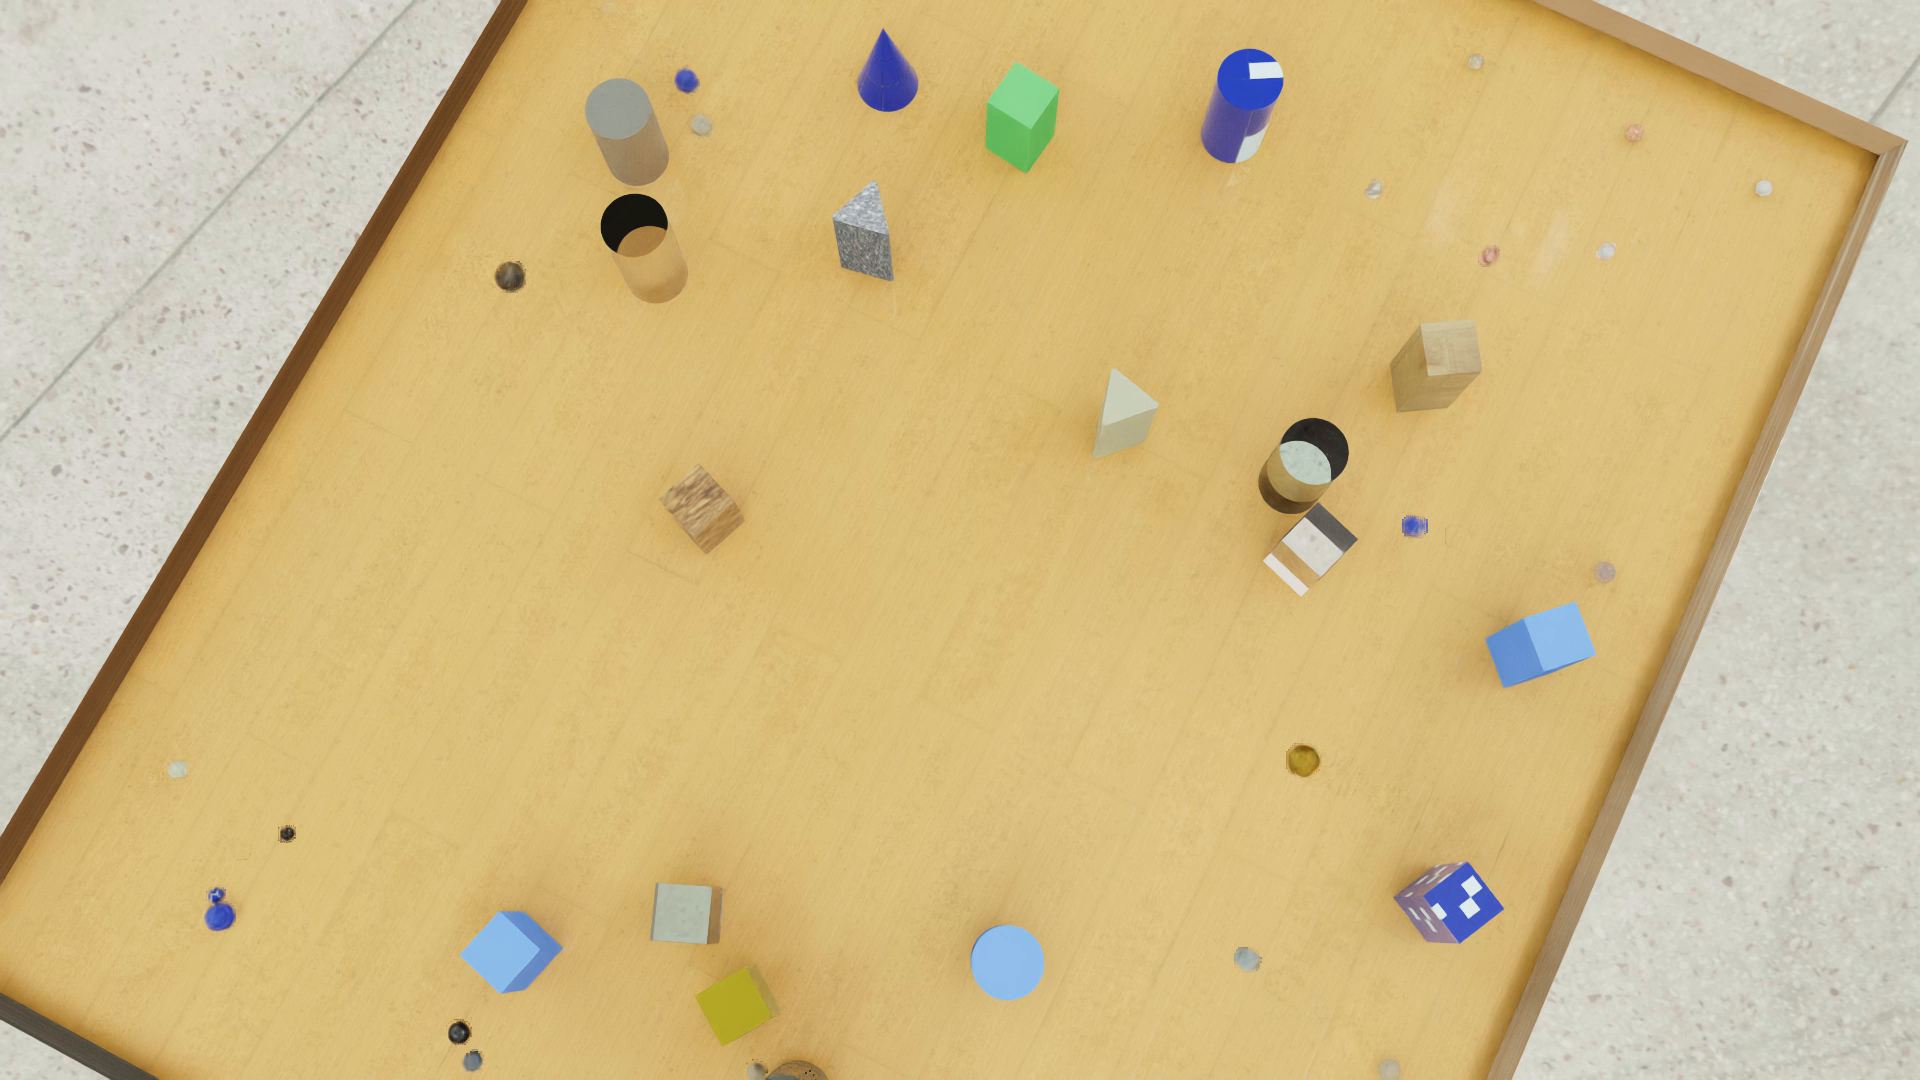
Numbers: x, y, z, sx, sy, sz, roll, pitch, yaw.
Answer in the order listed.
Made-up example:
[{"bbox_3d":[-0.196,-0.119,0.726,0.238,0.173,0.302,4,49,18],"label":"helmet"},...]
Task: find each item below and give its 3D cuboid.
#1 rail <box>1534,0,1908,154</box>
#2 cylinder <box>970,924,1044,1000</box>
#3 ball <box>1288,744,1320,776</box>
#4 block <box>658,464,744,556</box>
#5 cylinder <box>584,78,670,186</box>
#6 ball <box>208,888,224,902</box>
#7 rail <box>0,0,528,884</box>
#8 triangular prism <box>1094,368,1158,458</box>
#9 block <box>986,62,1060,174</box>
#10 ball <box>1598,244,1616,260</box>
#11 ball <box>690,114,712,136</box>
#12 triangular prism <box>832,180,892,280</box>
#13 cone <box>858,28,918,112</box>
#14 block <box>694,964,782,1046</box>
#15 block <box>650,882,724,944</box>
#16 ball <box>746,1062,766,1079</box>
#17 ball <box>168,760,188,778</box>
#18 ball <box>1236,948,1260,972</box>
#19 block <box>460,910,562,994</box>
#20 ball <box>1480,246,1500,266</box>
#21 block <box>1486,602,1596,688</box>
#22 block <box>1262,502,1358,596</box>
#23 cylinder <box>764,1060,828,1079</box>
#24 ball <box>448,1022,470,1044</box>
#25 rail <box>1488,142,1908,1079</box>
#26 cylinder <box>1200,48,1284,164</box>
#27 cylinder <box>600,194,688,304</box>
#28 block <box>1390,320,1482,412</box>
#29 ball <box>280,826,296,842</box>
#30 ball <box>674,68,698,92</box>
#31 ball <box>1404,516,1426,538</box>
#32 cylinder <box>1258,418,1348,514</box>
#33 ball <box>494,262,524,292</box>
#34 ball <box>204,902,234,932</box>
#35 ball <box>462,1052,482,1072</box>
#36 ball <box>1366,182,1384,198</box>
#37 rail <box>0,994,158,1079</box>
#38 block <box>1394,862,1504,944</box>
[{"bbox_3d":[1.093,-2.135,5.992,4.183,0.129,0.045,26,80,5],"label":"rail"},{"bbox_3d":[0.130,1.187,5.168,0.199,0.397,0.199,0,78,0],"label":"cylinder"},{"bbox_3d":[1.019,0.655,5.433,0.095,0.095,0.095,0,78,0],"label":"ball"},{"bbox_3d":[-0.772,-0.089,5.501,0.159,0.264,0.159,-43,81,-8],"label":"block"},{"bbox_3d":[-1.031,-1.263,5.696,0.199,0.356,0.199,0,78,0],"label":"cylinder"},{"bbox_3d":[-2.183,1.044,5.379,0.043,0.043,0.043,0,78,0],"label":"ball"},{"bbox_3d":[-1.850,-0.899,5.736,0.045,0.129,4.937,26,80,5],"label":"rail"},{"bbox_3d":[0.469,-0.390,5.496,0.172,0.394,0.149,-19,79,-4],"label":"triangular prism"},{"bbox_3d":[0.192,-1.313,5.715,0.159,0.340,0.159,33,80,6],"label":"block"},{"bbox_3d":[2.039,-0.910,5.779,0.051,0.051,0.051,0,78,0],"label":"ball"},{"bbox_3d":[-0.826,-1.325,5.856,0.069,0.069,0.069,0,78,0],"label":"ball"},{"bbox_3d":[-0.273,-0.954,5.607,0.172,0.405,0.149,17,79,3],"label":"triangular prism"},{"bbox_3d":[-0.233,-1.514,5.737,0.199,0.377,0.199,0,78,0],"label":"cone"},{"bbox_3d":[-0.626,1.318,5.199,0.159,0.283,0.159,-30,80,-6],"label":"block"},{"bbox_3d":[-0.780,1.072,5.257,0.159,0.270,0.159,4,78,1],"label":"block"},{"bbox_3d":[-0.587,1.531,5.272,0.054,0.054,0.054,0,78,0],"label":"ball"},{"bbox_3d":[-2.326,0.683,5.448,0.053,0.053,0.053,0,78,0],"label":"ball"},{"bbox_3d":[0.837,1.221,5.330,0.066,0.066,0.066,0,78,0],"label":"ball"},{"bbox_3d":[-1.275,1.172,5.222,0.159,0.297,0.159,41,81,8],"label":"block"},{"bbox_3d":[1.667,-0.895,5.772,0.059,0.059,0.059,0,78,0],"label":"ball"},{"bbox_3d":[1.691,0.311,5.355,0.159,0.386,0.159,-17,79,-3],"label":"block"},{"bbox_3d":[1.038,0.031,5.447,0.159,0.319,0.159,44,82,8],"label":"block"},{"bbox_3d":[-0.468,1.554,5.047,0.199,0.486,0.199,0,78,0],"label":"cylinder"},{"bbox_3d":[-1.447,1.423,5.290,0.062,0.062,0.062,0,78,0],"label":"ball"},{"bbox_3d":[1.850,0.912,5.361,0.045,0.129,4.937,26,80,5],"label":"rail"},{"bbox_3d":[0.872,-1.343,5.693,0.199,0.396,0.199,0,78,0],"label":"cylinder"},{"bbox_3d":[-0.958,-0.883,5.588,0.199,0.414,0.199,0,78,0],"label":"cylinder"},{"bbox_3d":[1.430,-0.521,5.523,0.159,0.394,0.159,-5,78,-1],"label":"block"},{"bbox_3d":[-1.988,0.868,5.415,0.043,0.043,0.043,0,78,0],"label":"ball"},{"bbox_3d":[-0.879,-1.475,5.883,0.076,0.076,0.076,0,78,0],"label":"ball"},{"bbox_3d":[1.388,-0.041,5.591,0.067,0.067,0.067,0,78,0],"label":"ball"},{"bbox_3d":[1.019,-0.216,5.461,0.199,0.393,0.199,0,78,0],"label":"cylinder"},{"bbox_3d":[-1.410,-0.824,5.740,0.093,0.093,0.093,0,78,0],"label":"ball"},{"bbox_3d":[-2.161,1.100,5.347,0.082,0.082,0.082,0,78,0],"label":"ball"},{"bbox_3d":[-1.403,1.503,5.278,0.055,0.055,0.055,0,78,0],"label":"ball"},{"bbox_3d":[1.318,-1.112,5.820,0.052,0.052,0.052,0,78,0],"label":"ball"},{"bbox_3d":[-1.093,2.148,5.105,4.183,0.129,0.045,26,80,5],"label":"rail"},{"bbox_3d":[1.387,1.034,5.219,0.159,0.360,0.159,-35,80,-7],"label":"block"}]
